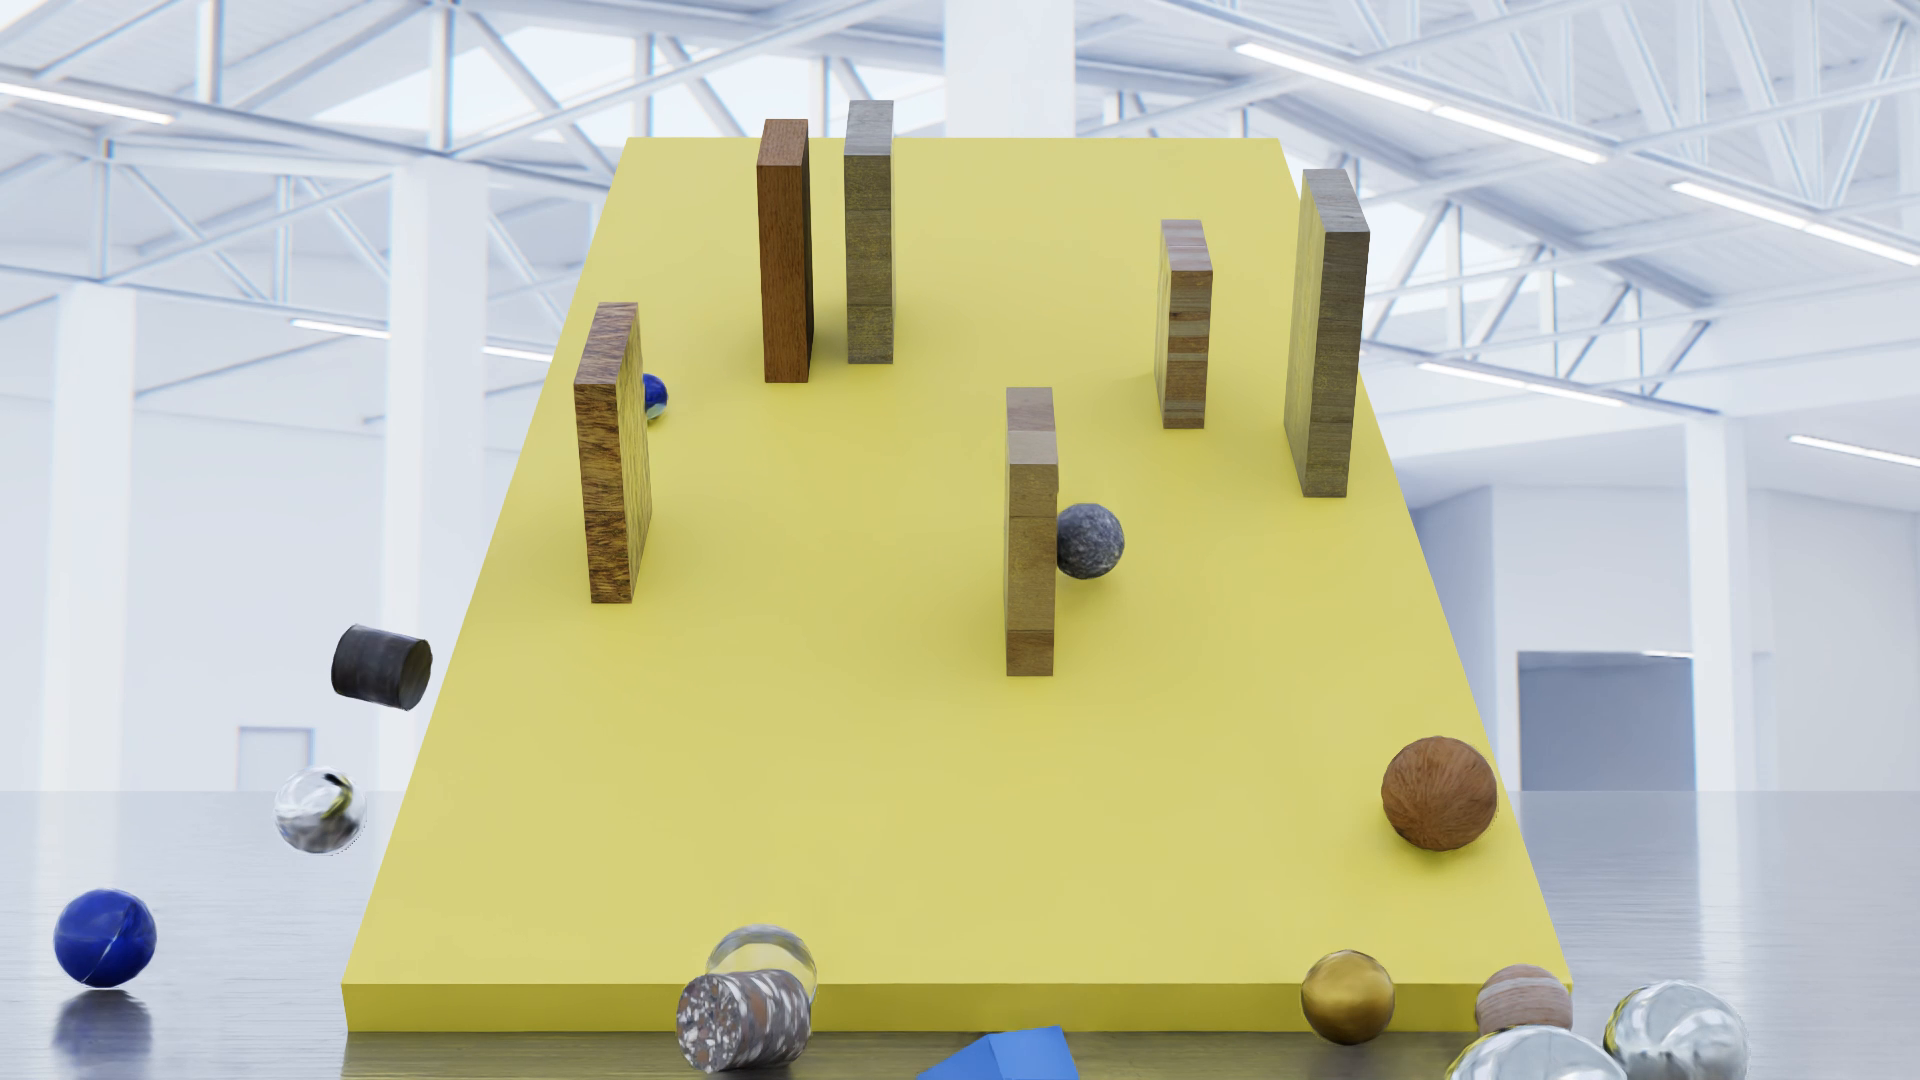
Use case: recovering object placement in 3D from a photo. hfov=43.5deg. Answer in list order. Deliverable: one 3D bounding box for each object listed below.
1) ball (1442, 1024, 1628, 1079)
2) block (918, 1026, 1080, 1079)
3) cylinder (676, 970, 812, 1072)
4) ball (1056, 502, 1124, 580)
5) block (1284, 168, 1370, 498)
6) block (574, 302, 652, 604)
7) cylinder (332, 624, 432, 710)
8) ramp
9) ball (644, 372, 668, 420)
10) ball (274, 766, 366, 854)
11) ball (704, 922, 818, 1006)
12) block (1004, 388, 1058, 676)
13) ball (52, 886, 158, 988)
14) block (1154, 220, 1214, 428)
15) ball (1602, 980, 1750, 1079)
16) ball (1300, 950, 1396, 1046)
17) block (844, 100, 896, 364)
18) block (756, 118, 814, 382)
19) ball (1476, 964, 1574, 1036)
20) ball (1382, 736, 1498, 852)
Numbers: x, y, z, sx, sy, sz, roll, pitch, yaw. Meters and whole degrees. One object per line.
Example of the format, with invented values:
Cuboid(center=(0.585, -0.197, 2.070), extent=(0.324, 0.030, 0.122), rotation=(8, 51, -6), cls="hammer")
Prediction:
Cuboid(center=(0.521, 0.532, 2.171), extent=(0.187, 0.187, 0.187), rotation=(0, -6, 0), cls="ball")
Cuboid(center=(0.049, 0.583, 2.496), extent=(0.112, 0.112, 0.112), rotation=(6, -34, -46), cls="block")
Cuboid(center=(-0.309, 0.687, 3.439), extent=(0.137, 0.137, 0.137), rotation=(-5, -8, 42), cls="cylinder")
Cuboid(center=(0.261, 0.003, 4.972), extent=(0.160, 0.160, 0.160), rotation=(0, -6, 0), cls="ball")
Cuboid(center=(0.813, -0.462, 5.368), extent=(0.095, 0.634, 0.373), rotation=(0, 29, 0), cls="block")
Cuboid(center=(-0.717, -0.185, 5.001), extent=(0.083, 0.500, 0.398), rotation=(0, 29, 0), cls="block")
Cuboid(center=(-1.138, 0.251, 4.735), extent=(0.144, 0.144, 0.144), rotation=(12, -4, 11), cls="cylinder")
Cuboid(center=(-0.012, -0.215, 5.672), extent=(2.000, 0.100, 4.000), rotation=(0, 29, 0), cls="ramp")
Cuboid(center=(-0.745, -0.338, 5.670), extent=(0.113, 0.113, 0.113), rotation=(0, -6, 0), cls="ball")
Cuboid(center=(-1.255, 0.529, 4.715), extent=(0.174, 0.174, 0.174), rotation=(0, -6, 0), cls="ball")
Cuboid(center=(-0.313, 0.691, 3.775), extent=(0.178, 0.178, 0.178), rotation=(0, -6, 0), cls="ball")
Cuboid(center=(0.137, -0.018, 4.742), extent=(0.091, 0.468, 0.331), rotation=(0, 29, 0), cls="block")
Cuboid(center=(-1.708, 0.794, 4.807), extent=(0.199, 0.199, 0.199), rotation=(0, -6, 0), cls="ball")
Cuboid(center=(0.526, -0.513, 5.695), extent=(0.095, 0.401, 0.312), rotation=(0, 29, 0), cls="block")
Cuboid(center=(0.860, 0.614, 2.892), extent=(0.169, 0.169, 0.169), rotation=(0, -6, 0), cls="ball")
Cuboid(center=(0.605, 0.713, 3.748), extent=(0.146, 0.146, 0.146), rotation=(0, -6, 0), cls="ball")
Cuboid(center=(-0.222, -0.771, 6.004), extent=(0.112, 0.545, 0.396), rotation=(0, 29, 0), cls="block")
Cuboid(center=(-0.423, -0.706, 5.872), extent=(0.105, 0.559, 0.324), rotation=(0, 29, 0), cls="block")
Cuboid(center=(0.828, 0.694, 3.530), extent=(0.141, 0.141, 0.141), rotation=(0, -6, 0), cls="ball")
Cuboid(center=(0.837, 0.442, 4.199), extent=(0.200, 0.200, 0.200), rotation=(0, -6, 0), cls="ball")
